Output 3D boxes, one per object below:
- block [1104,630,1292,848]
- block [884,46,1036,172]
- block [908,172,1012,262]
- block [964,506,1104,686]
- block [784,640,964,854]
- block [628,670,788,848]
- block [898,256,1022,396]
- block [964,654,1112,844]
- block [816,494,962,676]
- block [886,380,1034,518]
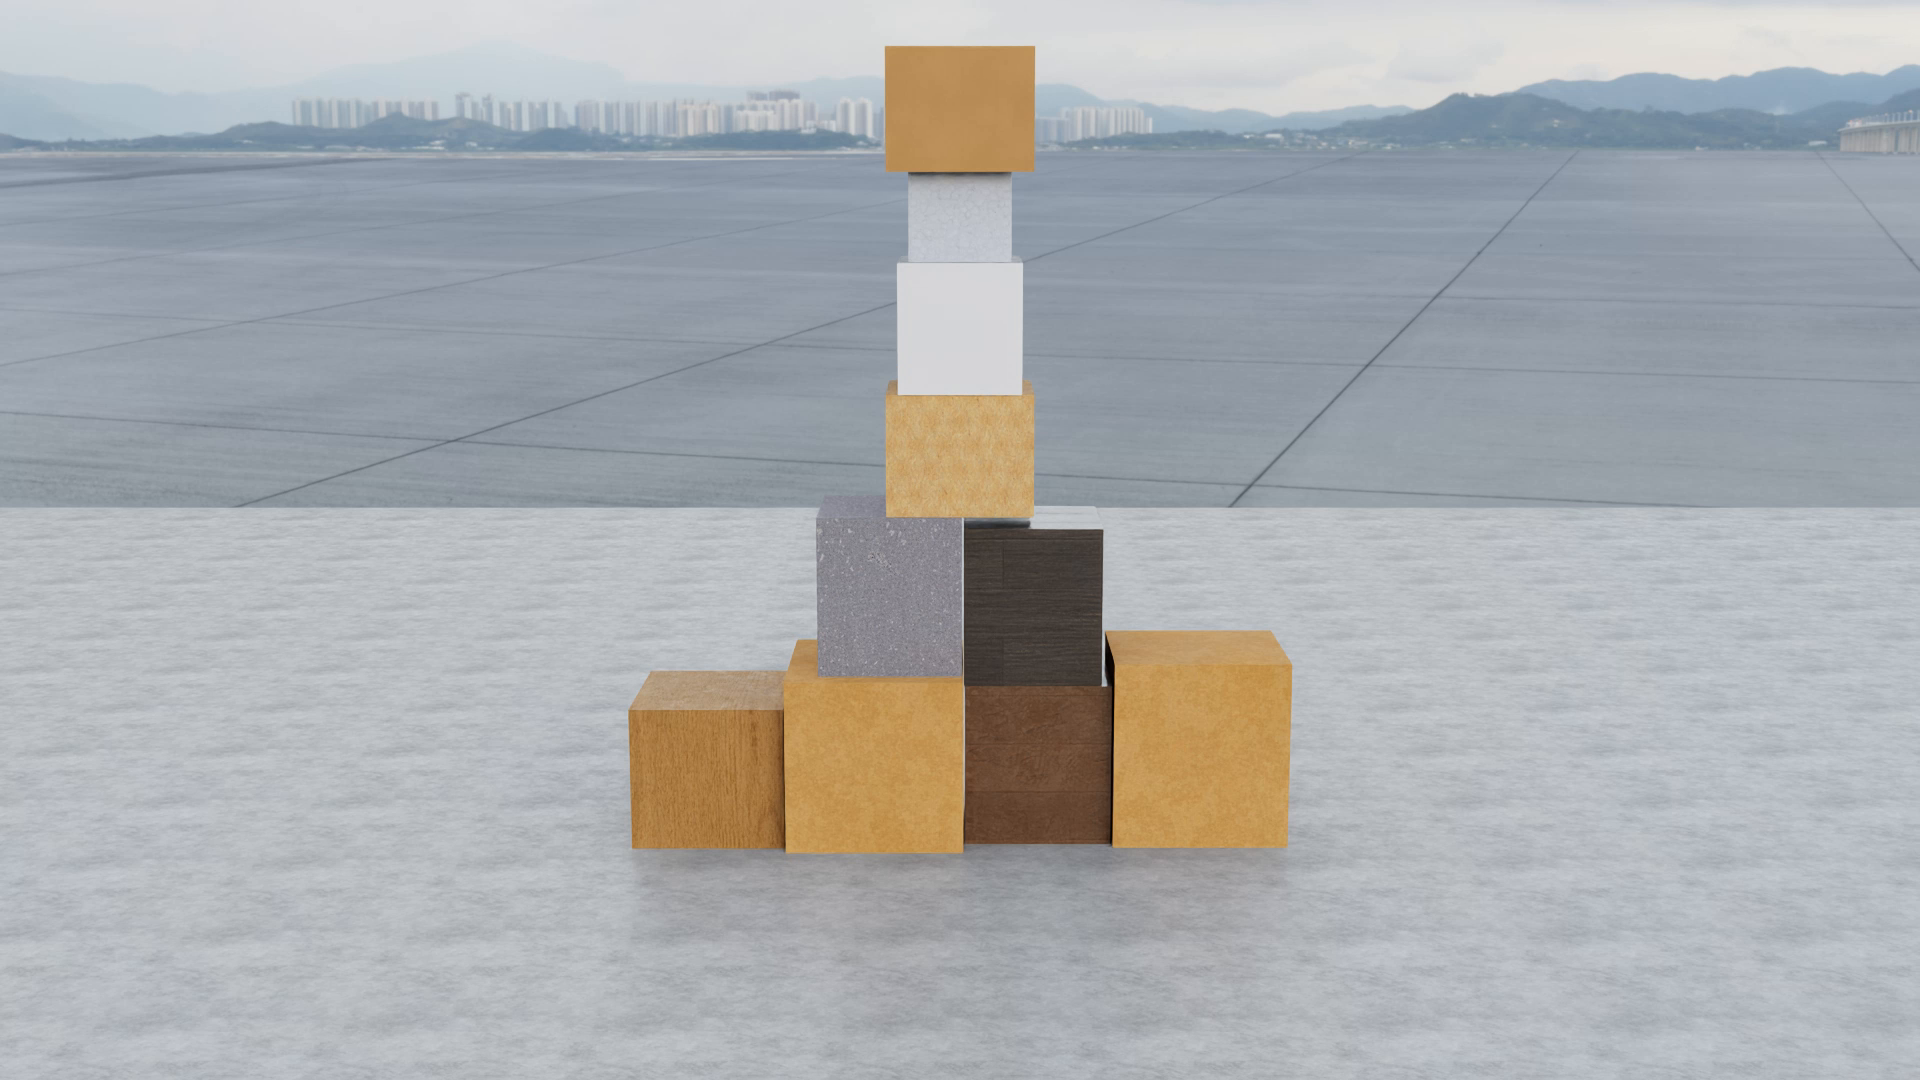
[{"bbox_3d":[1.208,1.013,11.353,0.878,0.945,0.771,0,10,0],"label":"block"},{"bbox_3d":[0.000,-2.113,10.806,0.714,0.589,0.677,0,10,0],"label":"block"},{"bbox_3d":[0.000,-1.606,10.876,0.500,0.434,0.443,0,10,0],"label":"block"},{"bbox_3d":[0.364,0.275,11.247,0.688,0.795,0.697,0,10,0],"label":"block"},{"bbox_3d":[-0.427,1.047,11.367,0.885,0.873,0.959,0,10,0],"label":"block"},{"bbox_3d":[-1.263,1.123,11.385,0.767,0.717,0.822,0,10,0],"label":"block"},{"bbox_3d":[0.000,-1.081,10.987,0.606,0.638,0.696,0,10,0],"label":"block"},{"bbox_3d":[0.392,1.072,11.379,0.733,0.820,0.684,0,10,0],"label":"block"},{"bbox_3d":[-0.349,0.222,11.222,0.717,0.801,0.724,0,10,0],"label":"block"},{"bbox_3d":[0.000,-0.469,11.096,0.727,0.605,0.677,0,10,0],"label":"block"}]
